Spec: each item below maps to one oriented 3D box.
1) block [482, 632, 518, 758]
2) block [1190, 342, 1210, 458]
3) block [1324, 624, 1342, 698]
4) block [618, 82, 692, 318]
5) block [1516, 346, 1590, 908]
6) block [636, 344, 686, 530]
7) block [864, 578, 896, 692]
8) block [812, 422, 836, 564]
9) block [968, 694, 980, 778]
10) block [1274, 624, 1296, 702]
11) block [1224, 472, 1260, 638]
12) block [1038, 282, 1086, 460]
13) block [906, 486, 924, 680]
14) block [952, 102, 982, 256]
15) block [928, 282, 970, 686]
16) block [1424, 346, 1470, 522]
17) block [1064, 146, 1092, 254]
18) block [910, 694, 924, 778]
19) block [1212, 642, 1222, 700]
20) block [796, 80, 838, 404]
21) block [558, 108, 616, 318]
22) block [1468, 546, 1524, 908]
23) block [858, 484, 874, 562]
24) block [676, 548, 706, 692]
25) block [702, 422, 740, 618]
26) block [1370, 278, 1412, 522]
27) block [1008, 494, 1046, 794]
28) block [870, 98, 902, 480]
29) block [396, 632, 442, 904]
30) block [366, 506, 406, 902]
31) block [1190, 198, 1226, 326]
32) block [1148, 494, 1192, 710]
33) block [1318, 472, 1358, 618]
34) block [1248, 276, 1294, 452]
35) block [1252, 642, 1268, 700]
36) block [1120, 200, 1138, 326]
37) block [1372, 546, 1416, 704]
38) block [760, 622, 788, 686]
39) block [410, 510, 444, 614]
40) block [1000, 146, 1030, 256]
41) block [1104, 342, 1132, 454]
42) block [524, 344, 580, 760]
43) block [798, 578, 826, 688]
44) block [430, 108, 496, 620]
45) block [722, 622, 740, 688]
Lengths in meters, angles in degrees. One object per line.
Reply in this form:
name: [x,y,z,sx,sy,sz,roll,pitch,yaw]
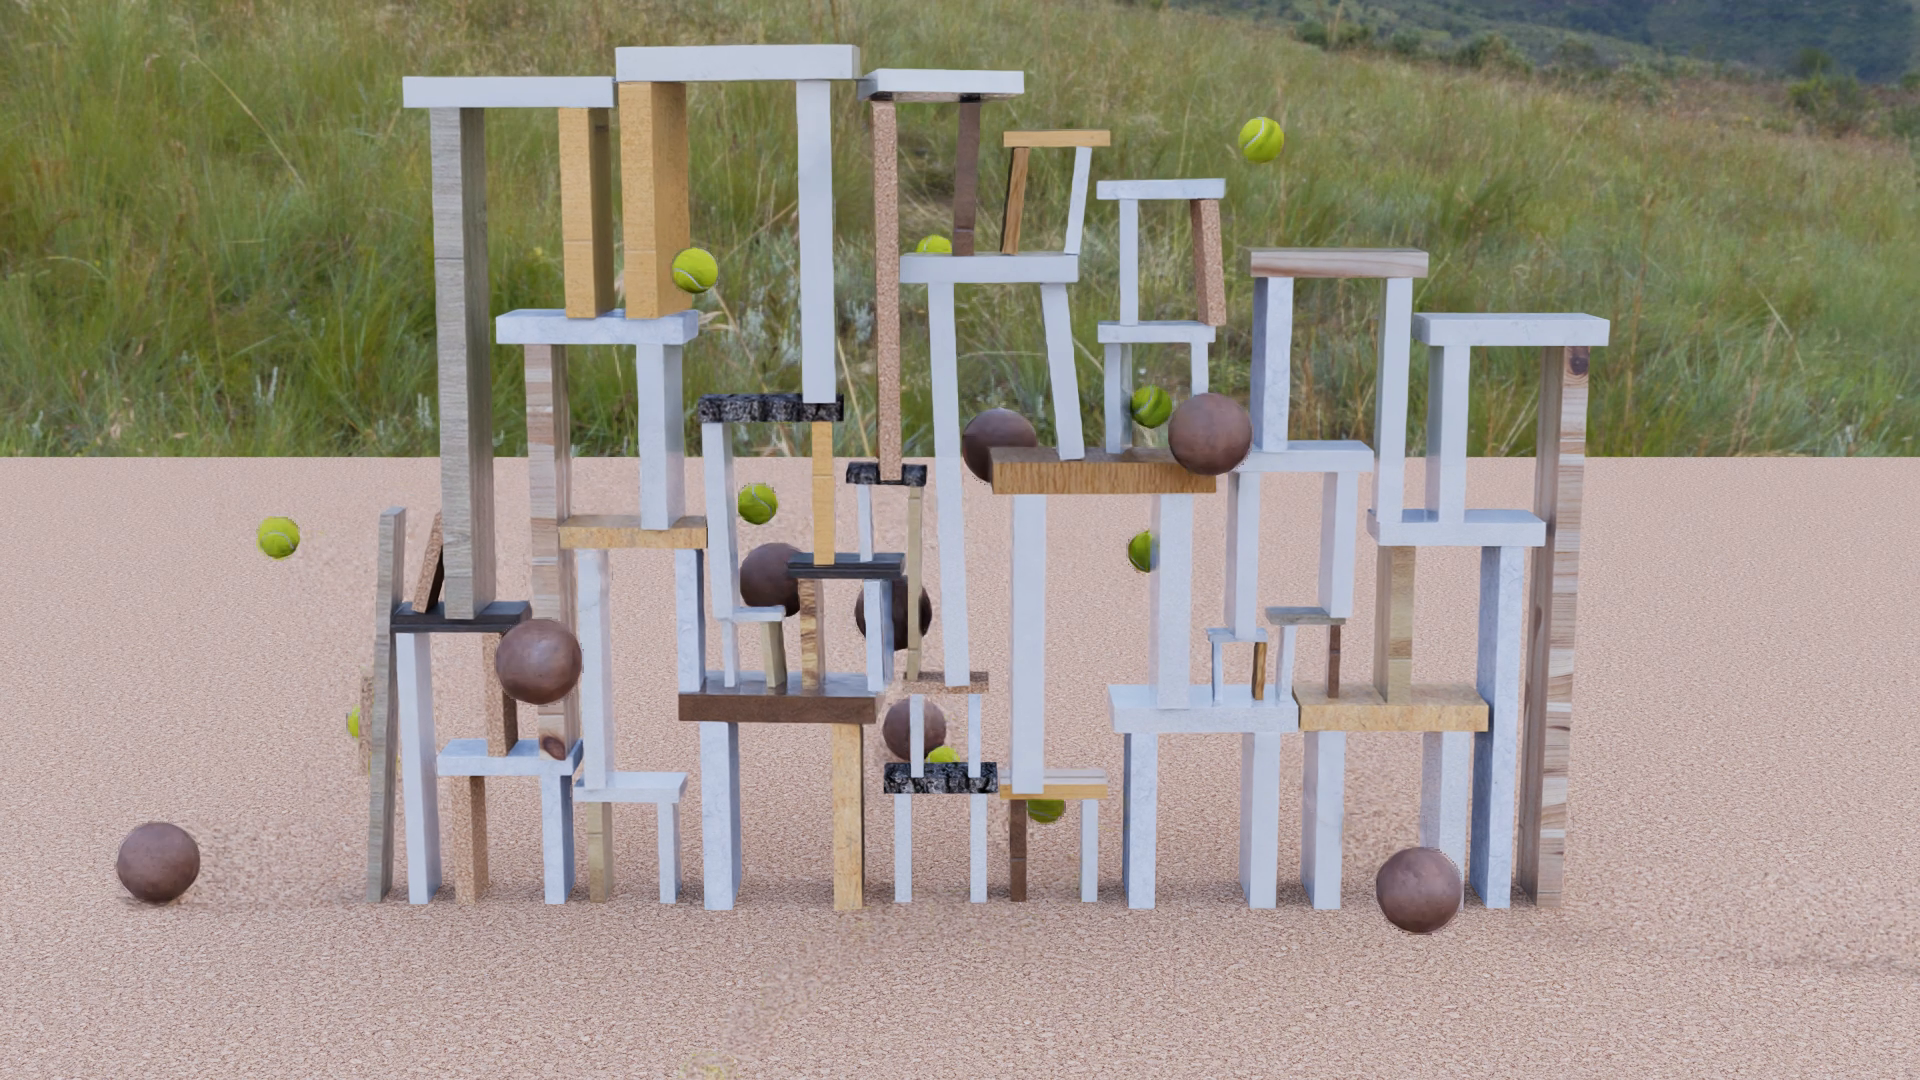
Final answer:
block: [-0.753,0.242,3.604,0.029,0.207,0.104,-1,10,1]
block: [0.383,-0.229,3.521,0.026,0.183,0.091,-2,10,4]
block: [0.610,0.192,3.599,0.017,0.121,0.061,1,11,4]
block: [-0.477,-0.535,3.451,0.051,0.358,0.179,2,11,10]
block: [0.965,0.137,3.588,0.040,0.921,0.140,0,11,0]
block: [-0.478,-0.174,3.521,0.042,0.293,0.147,1,11,4]
block: [-0.130,0.147,3.565,0.026,0.181,0.090,0,11,10]
block: [-0.219,-0.083,3.539,0.032,0.229,0.114,-1,10,-2]
block: [0.023,0.312,3.615,0.020,0.140,0.070,0,11,0]
block: [0.531,0.195,3.593,0.017,0.126,0.061,3,11,-1]
block: [0.457,0.014,3.569,0.034,0.272,0.119,0,11,-2]
block: [0.161,-0.277,3.513,0.040,0.279,0.140,-7,11,1]
block: [-0.073,0.064,3.565,0.018,0.322,0.063,2,14,3]
block: [0.010,-0.567,3.454,0.033,0.233,0.117,3,11,-1]
block: [-0.018,-0.095,3.545,0.040,0.646,0.140,-2,11,0]
block: [0.780,-0.178,3.523,0.040,0.280,0.140,0,10,3]
block: [0.187,-0.536,3.455,0.023,0.165,0.082,7,13,3]
block: [-0.070,0.312,3.615,0.020,0.140,0.070,0,11,0]
block: [0.421,0.209,3.602,0.014,0.095,0.048,-1,11,2]
block: [-0.224,-0.472,3.476,0.051,0.494,0.179,-1,10,-2]
block: [-0.585,-0.516,3.454,0.045,0.320,0.160,0,11,3]
block: [0.880,0.294,3.610,0.037,0.604,0.131,0,11,0]
block: [-0.152,-0.032,3.546,0.018,0.126,0.063,-2,10,3]
block: [-0.438,0.118,3.579,0.033,0.235,0.117,0,11,-1]
block: [-0.385,-0.041,3.546,0.032,0.314,0.114,-2,10,1]
block: [0.690,-0.231,3.518,0.039,0.386,0.137,2,11,6]
block: [0.108,0.152,3.583,0.050,0.489,0.176,0,11,-1]
block: [-0.115,-0.386,3.420,0.033,0.578,0.117,-2,19,-4]
block: [-0.892,0.365,3.627,0.029,0.458,0.104,0,11,0]
block: [-0.941,0.271,3.605,0.023,0.650,0.081,5,10,-1]
block: [0.392,-0.441,3.478,0.028,0.196,0.098,-6,11,-3]
block: [0.341,0.083,3.581,0.050,0.351,0.175,0,11,0]
block: [0.613,-0.003,3.570,0.034,0.238,0.119,1,11,-1]
block: [0.495,-0.286,3.507,0.039,0.274,0.137,0,11,-2]
block: [0.490,0.209,3.599,0.014,0.095,0.048,2,11,-1]
block: [0.268,-0.442,3.489,0.028,0.196,0.098,0,10,5]
block: [0.706,0.125,3.581,0.037,0.261,0.131,0,11,0]
block: [-0.303,0.181,3.587,0.015,0.106,0.053,-3,9,20]
block: [-0.849,0.031,3.566,0.023,0.163,0.081,16,10,-2]
block: [0.085,-0.535,3.455,0.023,0.165,0.082,6,12,-4]
block: [0.258,-0.237,3.566,0.026,0.183,0.091,2,11,16]
block: [-0.659,0.012,3.564,0.042,0.674,0.147,0,10,0]
block: [-0.241,0.142,3.591,0.026,0.181,0.090,0,10,5]
block: [-0.789,-0.281,3.503,0.045,0.798,0.160,1,11,1]
block: [-0.373,0.182,3.585,0.015,0.106,0.053,-1,10,6]
